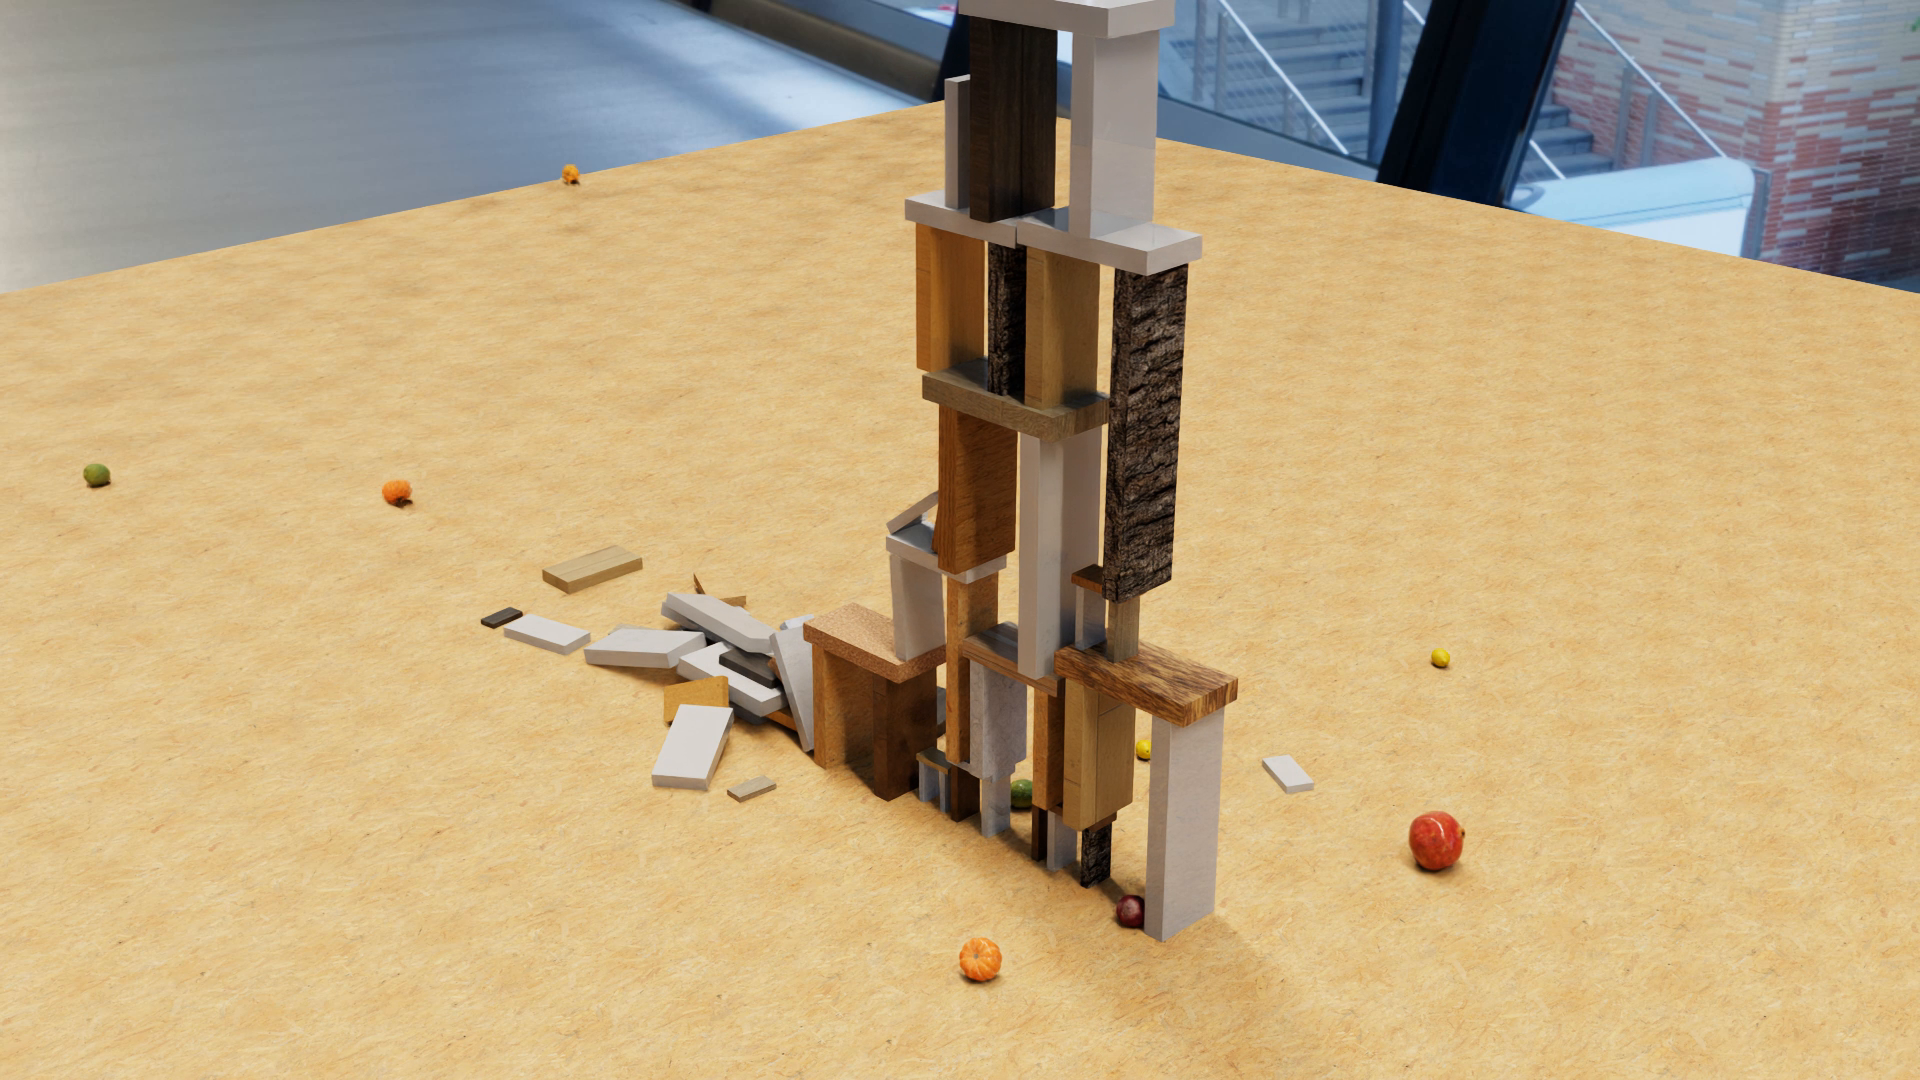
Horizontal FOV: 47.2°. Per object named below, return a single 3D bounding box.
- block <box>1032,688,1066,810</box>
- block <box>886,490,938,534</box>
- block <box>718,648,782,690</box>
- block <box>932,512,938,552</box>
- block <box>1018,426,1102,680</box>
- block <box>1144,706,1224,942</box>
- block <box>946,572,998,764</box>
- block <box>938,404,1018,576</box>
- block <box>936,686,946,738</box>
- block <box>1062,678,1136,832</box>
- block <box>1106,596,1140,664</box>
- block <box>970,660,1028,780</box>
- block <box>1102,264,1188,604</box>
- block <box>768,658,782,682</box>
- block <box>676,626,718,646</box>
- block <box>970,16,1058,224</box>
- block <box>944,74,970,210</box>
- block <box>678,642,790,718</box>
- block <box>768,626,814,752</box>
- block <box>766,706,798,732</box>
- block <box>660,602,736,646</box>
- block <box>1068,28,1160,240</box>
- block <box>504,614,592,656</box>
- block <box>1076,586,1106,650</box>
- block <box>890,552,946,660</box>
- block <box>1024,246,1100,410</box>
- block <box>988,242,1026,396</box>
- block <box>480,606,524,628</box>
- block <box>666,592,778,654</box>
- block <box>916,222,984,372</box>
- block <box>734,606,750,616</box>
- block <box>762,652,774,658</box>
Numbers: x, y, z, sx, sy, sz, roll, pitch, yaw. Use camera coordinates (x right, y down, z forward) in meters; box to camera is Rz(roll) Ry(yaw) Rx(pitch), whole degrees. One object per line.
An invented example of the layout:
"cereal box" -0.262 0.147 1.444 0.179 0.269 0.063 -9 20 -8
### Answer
"block" 0.194 0.377 4.174 0.124 0.247 0.035 -21 31 -40
"block" -0.064 -0.062 4.269 0.084 0.024 0.168 -22 -7 -41
"block" -0.444 0.278 4.820 0.158 0.022 0.079 23 29 33
"block" -0.002 -0.080 4.196 0.084 0.215 0.024 -22 43 -41
"block" 0.182 0.011 4.023 0.165 0.474 0.047 -21 31 -40
"block" 0.408 0.501 3.999 0.152 0.453 0.043 -21 31 -41
"block" 0.023 0.241 4.307 0.031 0.398 0.111 22 31 40
"block" 0.034 -0.115 4.134 0.047 0.329 0.165 22 31 40
"block" -0.076 0.389 4.801 0.116 0.033 0.232 17 28 32
"block" 0.261 0.377 4.102 0.043 0.304 0.152 21 31 40
"block" 0.295 0.155 3.965 0.063 0.125 0.018 -19 29 -37
"block" 0.076 0.331 4.285 0.124 0.250 0.035 -21 31 -40
"block" 0.318 -0.189 3.799 0.041 0.603 0.145 22 31 39
"block" -0.340 0.309 4.775 0.158 0.022 0.079 50 40 7
"block" -0.607 0.225 5.208 0.123 0.017 0.062 9 25 21
"block" 0.093 -0.738 3.806 0.167 0.349 0.047 -21 31 -40
"block" 0.024 -0.708 3.894 0.032 0.226 0.113 21 31 40
"block" -0.480 0.303 4.827 0.262 0.037 0.131 24 29 35
"block" -0.308 0.313 4.725 0.131 0.262 0.037 -13 -10 -28
"block" -0.377 0.363 4.810 0.193 0.027 0.097 22 32 28
"block" -0.578 0.197 5.170 0.116 0.033 0.307 3 10 -37
"block" 0.256 -0.683 3.657 0.047 0.334 0.167 20 30 39
"block" -0.976 0.223 5.202 0.192 0.026 0.090 14 27 30
"block" 0.239 0.133 4.016 0.018 0.125 0.063 21 31 40
"block" -0.084 0.118 4.369 0.031 0.221 0.111 17 28 42
"block" 0.180 -0.385 3.859 0.145 0.290 0.041 -21 31 -41
"block" 0.112 -0.408 3.929 0.138 0.276 0.039 -21 31 -41
"block" -1.105 0.188 5.302 0.046 0.013 0.093 17 28 34
"block" -0.530 0.188 5.032 0.113 0.032 0.472 5 9 -31
"block" -0.017 -0.459 4.049 0.138 0.276 0.039 -21 31 -40
"block" -0.577 0.165 5.348 0.062 0.018 0.171 -15 27 -31
"block" -0.462 0.250 5.149 0.062 0.017 0.123 -2 23 -5
